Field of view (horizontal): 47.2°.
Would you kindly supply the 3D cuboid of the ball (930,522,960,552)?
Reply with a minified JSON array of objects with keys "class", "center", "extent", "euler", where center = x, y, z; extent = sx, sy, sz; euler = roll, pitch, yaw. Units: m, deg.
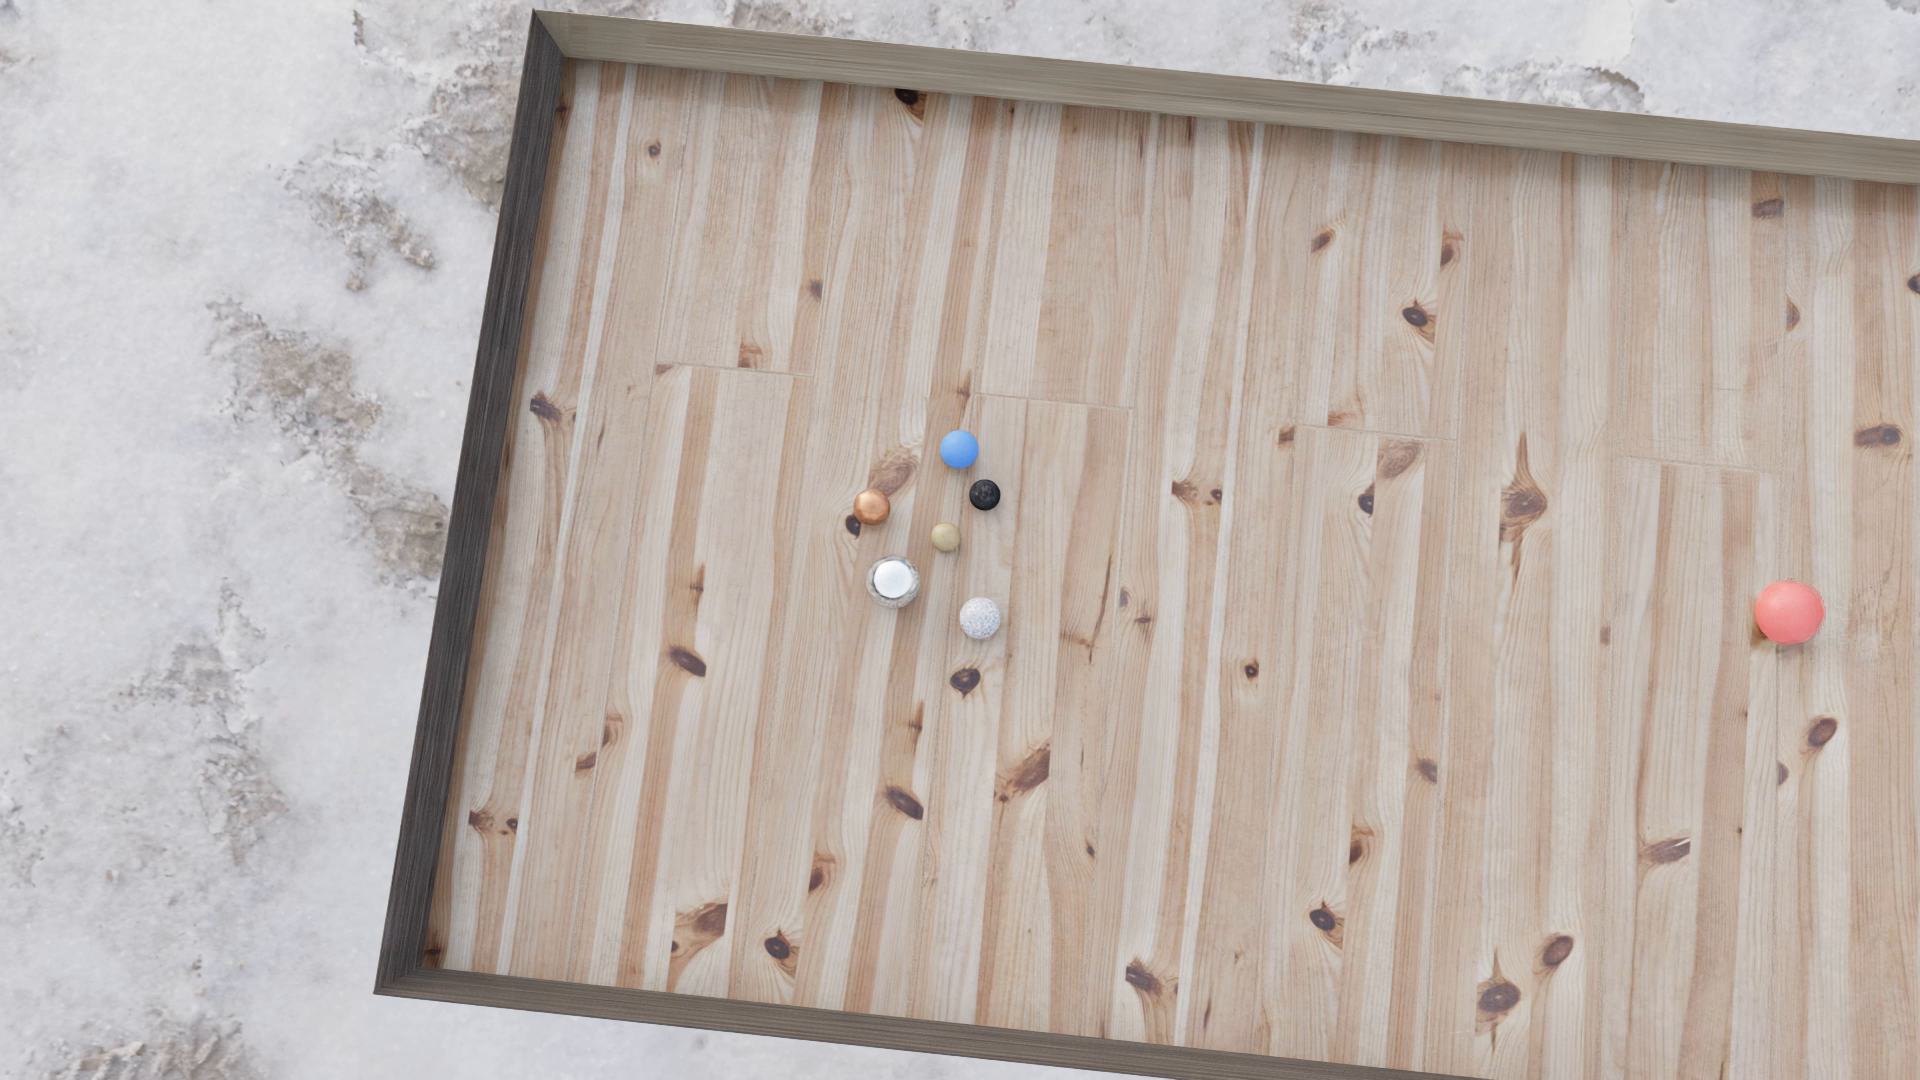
[{"class":"ball","center":[-0.022,-0.004,3.338],"extent":[0.046,0.046,0.046],"euler":[0,77,0]}]

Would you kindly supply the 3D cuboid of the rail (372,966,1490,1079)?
[{"class":"rail","center":[0.670,0.777,3.110],"extent":[2.997,0.124,0.045],"euler":[6,77,1]}]

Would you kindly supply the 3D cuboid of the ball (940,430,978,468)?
[{"class":"ball","center":[-0.001,-0.139,3.363],"extent":[0.059,0.059,0.059],"euler":[0,77,0]}]

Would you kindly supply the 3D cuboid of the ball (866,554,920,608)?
[{"class":"ball","center":[-0.100,0.062,3.304],"extent":[0.081,0.081,0.081],"euler":[0,77,0]}]

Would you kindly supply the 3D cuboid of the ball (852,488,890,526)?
[{"class":"ball","center":[-0.134,-0.050,3.343],"extent":[0.057,0.057,0.057],"euler":[0,77,0]}]

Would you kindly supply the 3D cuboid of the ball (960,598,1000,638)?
[{"class":"ball","center":[0.030,0.117,3.300],"extent":[0.062,0.062,0.062],"euler":[0,77,0]}]

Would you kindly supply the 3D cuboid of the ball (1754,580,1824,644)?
[{"class":"ball","center":[1.238,0.108,3.285],"extent":[0.096,0.096,0.096],"euler":[0,77,0]}]

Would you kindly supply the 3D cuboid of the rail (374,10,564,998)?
[{"class":"rail","center":[-0.722,-0.080,3.315],"extent":[0.045,0.124,1.515],"euler":[6,77,1]}]

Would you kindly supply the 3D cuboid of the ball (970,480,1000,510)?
[{"class":"ball","center":[0.038,-0.069,3.352],"extent":[0.048,0.048,0.048],"euler":[0,77,0]}]

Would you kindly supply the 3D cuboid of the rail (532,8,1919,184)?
[{"class":"rail","center":[0.820,-0.643,3.449],"extent":[2.997,0.124,0.045],"euler":[6,77,1]}]
